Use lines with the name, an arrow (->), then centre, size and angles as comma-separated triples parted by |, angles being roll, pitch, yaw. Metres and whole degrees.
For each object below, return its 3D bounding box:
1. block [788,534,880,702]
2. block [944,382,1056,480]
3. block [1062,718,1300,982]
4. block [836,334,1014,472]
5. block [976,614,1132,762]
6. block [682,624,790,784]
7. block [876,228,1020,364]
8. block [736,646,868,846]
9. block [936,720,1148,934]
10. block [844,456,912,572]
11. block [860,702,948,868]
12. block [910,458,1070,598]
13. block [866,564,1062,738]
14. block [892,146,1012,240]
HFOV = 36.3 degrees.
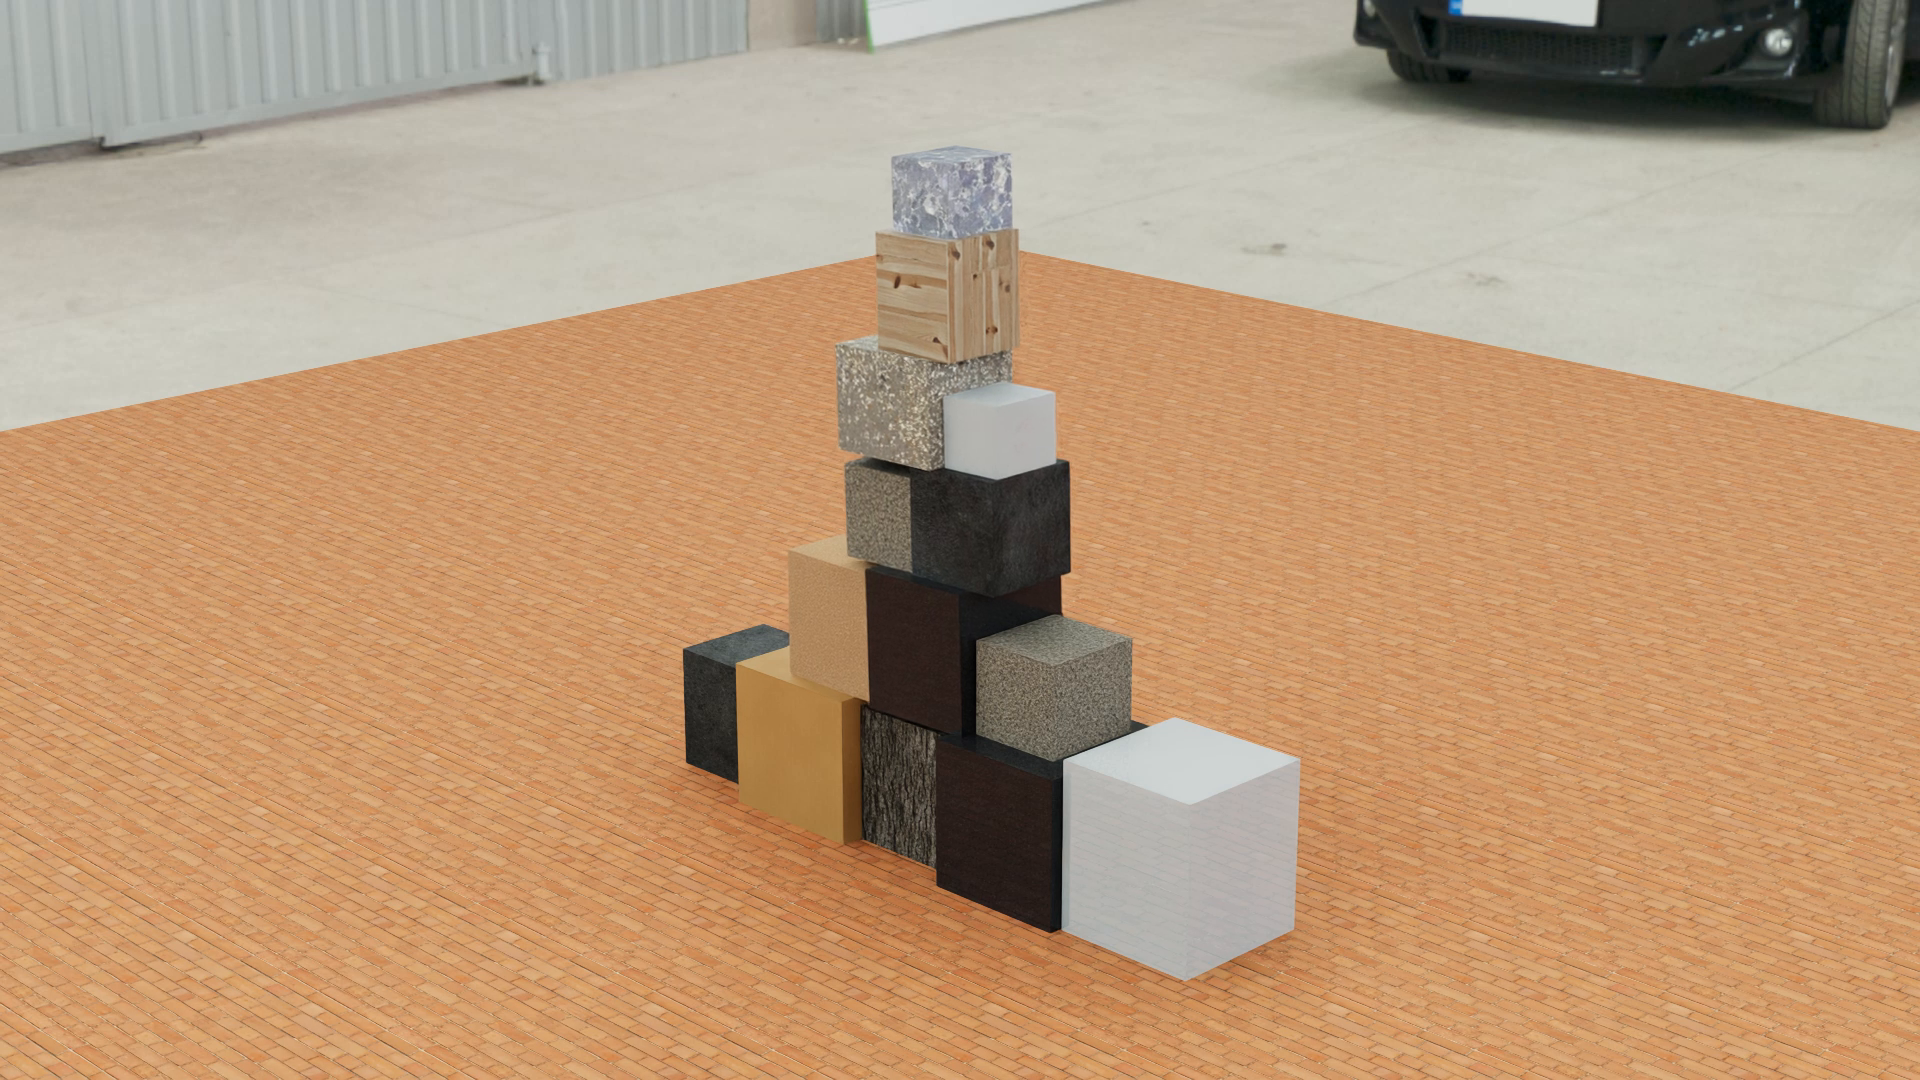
block -> -0.397, 0.334, 13.854 | 0.604, 0.618, 0.555 | -17, 24, -42
block -> 0.177, -0.487, 12.989 | 0.374, 0.326, 0.328 | -17, 22, -42
block -> 0.958, 1.330, 12.771 | 0.729, 0.804, 0.718 | -17, 24, -42
block -> -0.158, -0.653, 13.285 | 0.539, 0.493, 0.590 | -17, 22, -42
block -> 0.421, 0.654, 13.117 | 0.512, 0.446, 0.473 | -17, 24, -42
block -> -0.991, 0.835, 14.671 | 0.535, 0.610, 0.567 | -17, 24, -42
block -> -0.053, -1.114, 13.021 | 0.444, 0.534, 0.450 | 15, 23, 43
block -> -0.546, 0.933, 14.179 | 0.753, 0.719, 0.746 | -17, 24, -42
block -> 0.425, 1.223, 13.254 | 0.793, 0.720, 0.713 | -17, 24, -42
block -> -0.210, -0.149, 13.505 | 0.453, 0.445, 0.441 | -17, 22, -42
block -> -0.039, 1.097, 13.733 | 0.573, 0.672, 0.623 | -17, 24, -42
block -> 0.137, -0.096, 13.163 | 0.498, 0.519, 0.515 | -17, 22, -42
block -> 0.023, 0.439, 13.458 | 0.662, 0.667, 0.602 | -17, 22, -42
block -> -0.034, -1.534, 12.923 | 0.348, 0.327, 0.397 | 15, 23, 43
